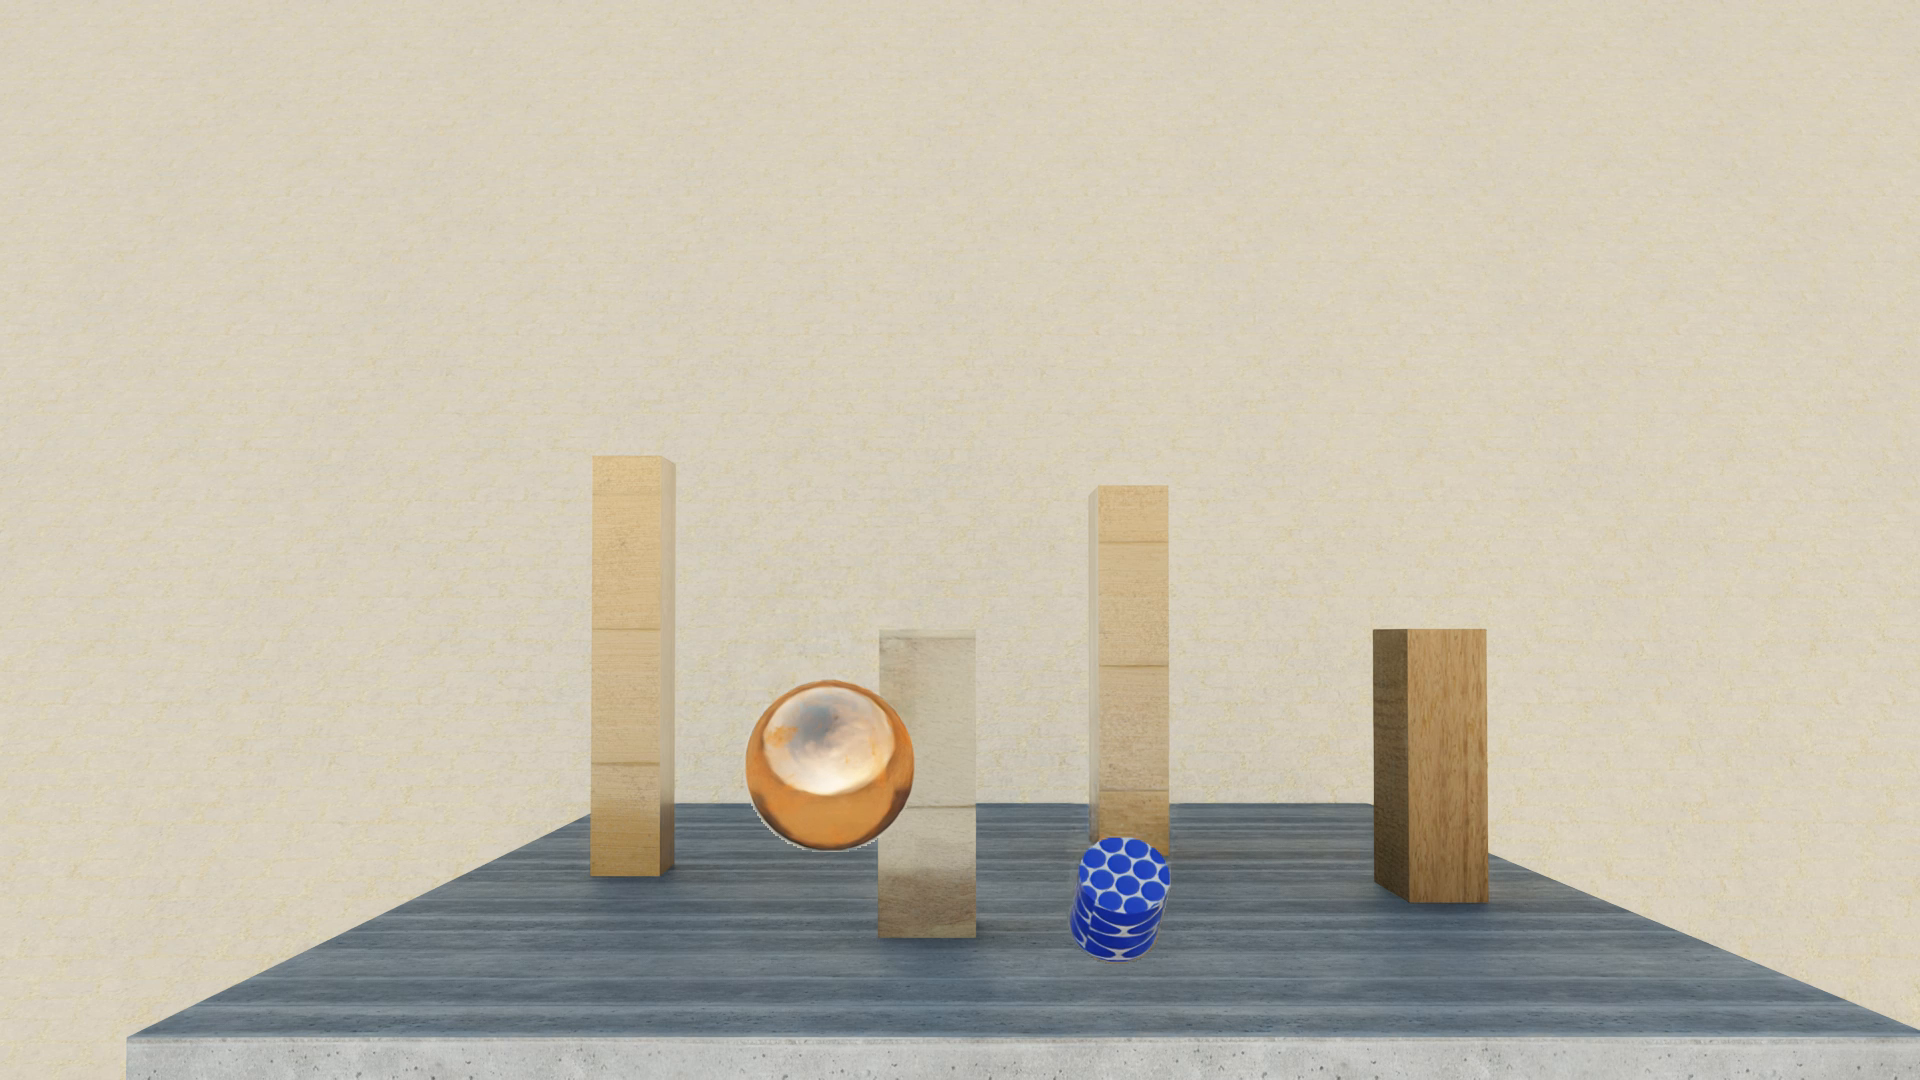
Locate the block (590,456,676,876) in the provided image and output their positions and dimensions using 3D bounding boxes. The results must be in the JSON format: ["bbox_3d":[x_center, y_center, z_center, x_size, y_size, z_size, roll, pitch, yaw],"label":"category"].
[{"bbox_3d":[-0.617,0.236,4.930,0.127,0.777,0.251,0,-2,0],"label":"block"}]

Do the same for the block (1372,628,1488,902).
[{"bbox_3d":[0.812,0.382,4.504,0.132,0.454,0.366,0,-2,0],"label":"block"}]

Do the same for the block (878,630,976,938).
[{"bbox_3d":[-0.049,0.362,3.950,0.144,0.453,0.254,0,-2,0],"label":"block"}]

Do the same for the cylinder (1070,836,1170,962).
[{"bbox_3d":[0.190,0.429,3.106,0.107,0.107,0.107,3,50,-3],"label":"cylinder"}]

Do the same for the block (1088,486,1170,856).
[{"bbox_3d":[0.350,0.270,5.433,0.141,0.746,0.402,0,-2,0],"label":"block"}]

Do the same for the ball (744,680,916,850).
[{"bbox_3d":[-0.134,0.232,2.676,0.175,0.175,0.175,0,36,0],"label":"ball"}]

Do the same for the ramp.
[{"bbox_3d":[0.079,0.672,4.868,2.000,0.100,4.000,0,-2,0],"label":"ramp"}]
